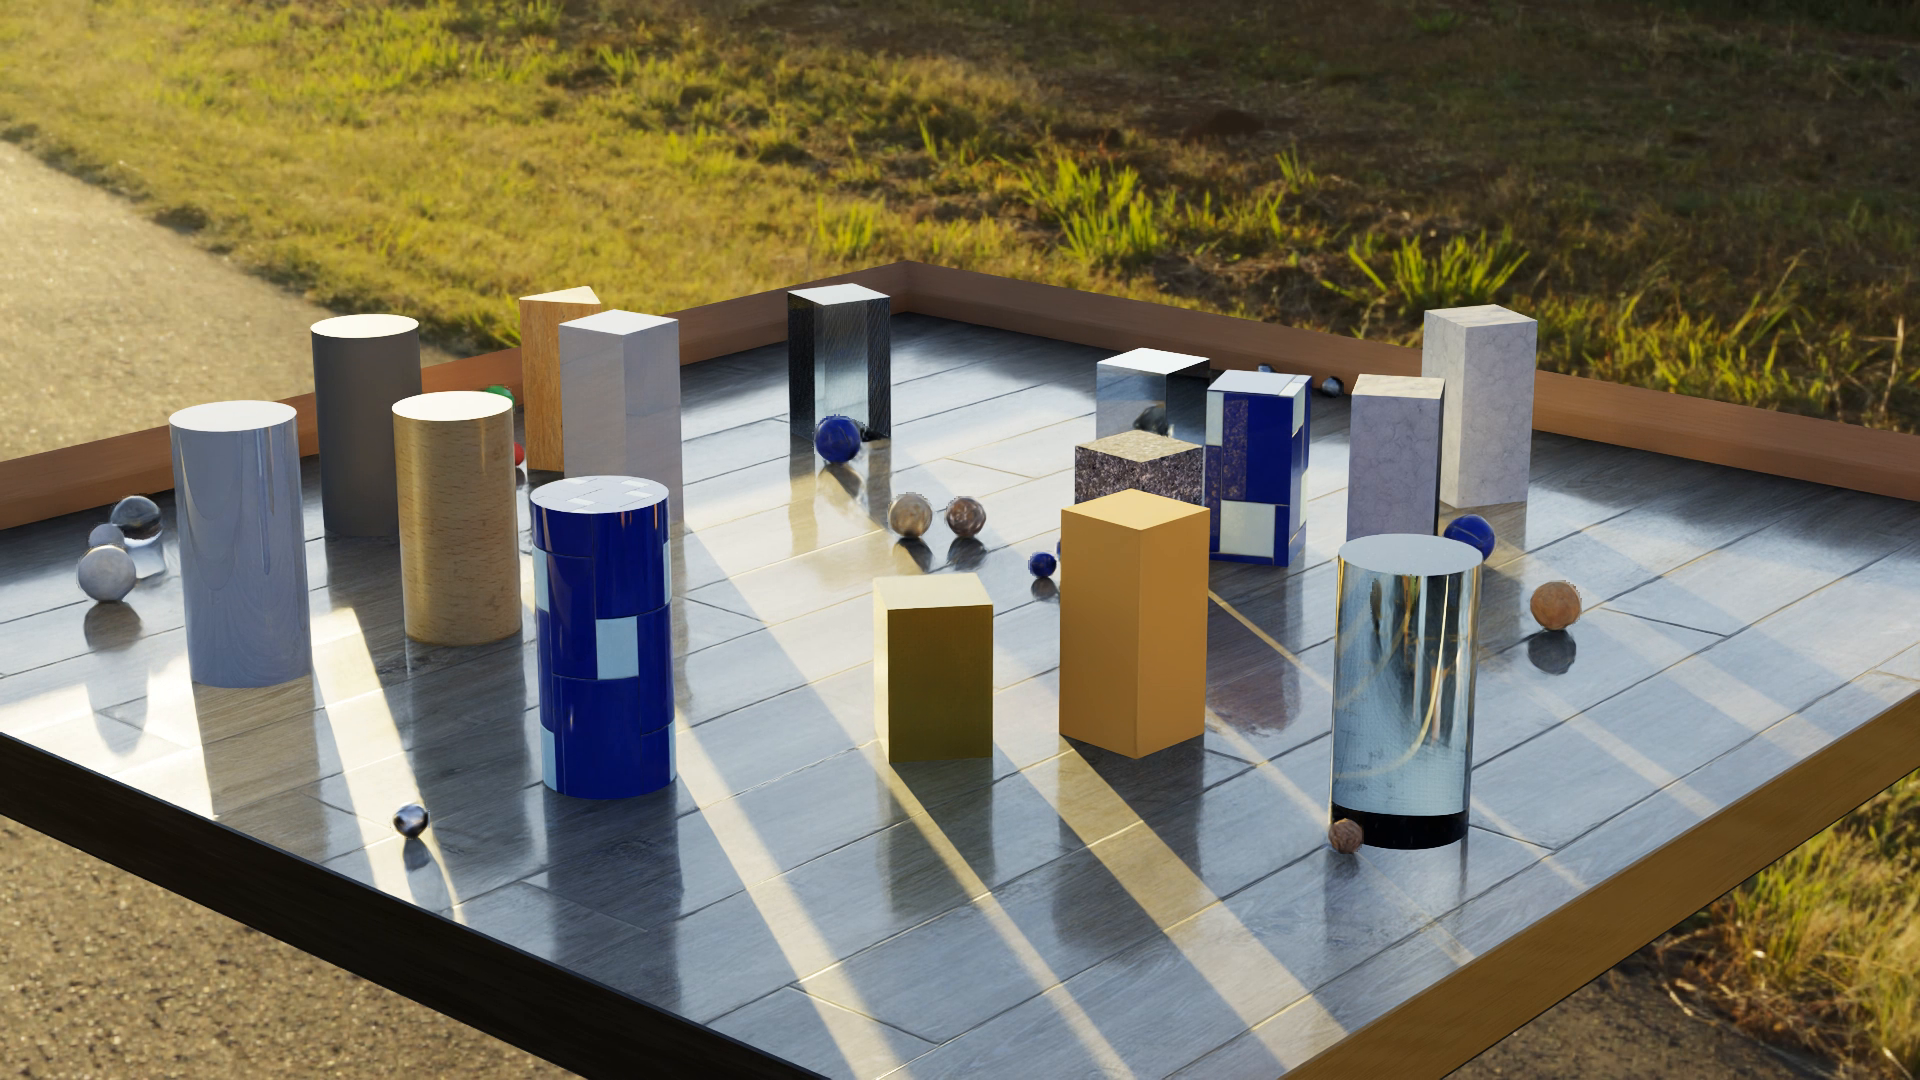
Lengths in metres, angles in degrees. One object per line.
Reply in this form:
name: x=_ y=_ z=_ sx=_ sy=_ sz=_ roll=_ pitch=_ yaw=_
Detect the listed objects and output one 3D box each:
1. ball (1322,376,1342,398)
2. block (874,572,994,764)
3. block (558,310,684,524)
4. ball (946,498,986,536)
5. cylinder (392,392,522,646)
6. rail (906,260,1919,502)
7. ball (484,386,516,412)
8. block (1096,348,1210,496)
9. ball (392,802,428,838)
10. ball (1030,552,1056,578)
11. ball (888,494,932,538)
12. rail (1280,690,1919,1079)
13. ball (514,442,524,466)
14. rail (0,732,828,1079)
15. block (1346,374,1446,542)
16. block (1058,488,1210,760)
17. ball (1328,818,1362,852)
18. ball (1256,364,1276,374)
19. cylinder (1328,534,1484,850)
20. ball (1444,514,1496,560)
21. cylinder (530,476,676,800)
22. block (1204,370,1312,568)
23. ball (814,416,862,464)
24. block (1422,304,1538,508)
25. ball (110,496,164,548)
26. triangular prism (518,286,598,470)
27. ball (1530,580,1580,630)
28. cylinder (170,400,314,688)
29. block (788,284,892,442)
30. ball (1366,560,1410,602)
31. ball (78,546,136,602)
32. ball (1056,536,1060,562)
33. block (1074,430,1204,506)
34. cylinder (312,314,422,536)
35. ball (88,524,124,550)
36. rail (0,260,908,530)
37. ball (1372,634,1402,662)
ball: x=0.825 y=-0.339 z=6.498 sx=0.045 sy=0.045 sz=0.045 roll=0 pitch=17 yaw=0
block: x=-0.041 y=0.190 z=4.404 sx=0.157 sy=0.240 sz=0.157 roll=-3 pitch=17 yaw=-9
block: x=-0.635 y=-0.220 z=5.508 sx=0.157 sy=0.388 sz=0.157 roll=11 pitch=20 yaw=33
ball: x=0.012 y=-0.043 z=5.466 sx=0.073 sy=0.073 sz=0.073 roll=0 pitch=17 yaw=0
cylinder: x=-0.839 y=-0.037 z=4.901 sx=0.197 sy=0.387 sz=0.197 roll=0 pitch=17 yaw=0
rail: x=1.076 y=-0.326 z=6.307 sx=3.243 sy=0.128 sz=0.045 roll=14 pitch=22 yaw=39
ball: x=-0.993 y=-0.292 z=6.287 sx=0.077 sy=0.077 sz=0.077 roll=0 pitch=17 yaw=0
block: x=0.373 y=-0.215 z=5.689 sx=0.157 sy=0.274 sz=0.157 roll=12 pitch=21 yaw=35
ball: x=-0.763 y=0.389 z=4.074 sx=0.050 sy=0.050 sz=0.050 roll=0 pitch=17 yaw=0
ball: x=0.149 y=0.044 z=5.225 sx=0.046 sy=0.046 sz=0.046 roll=0 pitch=17 yaw=0
ball: x=-0.092 y=-0.044 z=5.457 sx=0.081 sy=0.081 sz=0.081 roll=0 pitch=17 yaw=0
rail: x=1.207 y=0.334 z=4.117 sx=0.045 sy=0.128 sz=3.330 roll=14 pitch=22 yaw=39
ball: x=-0.908 y=-0.173 z=5.935 sx=0.052 sy=0.052 sz=0.052 roll=0 pitch=17 yaw=0
rail: x=-1.076 y=0.390 z=3.933 sx=3.243 sy=0.128 sz=0.045 roll=14 pitch=22 yaw=39
block: x=0.800 y=-0.136 z=5.384 sx=0.157 sy=0.300 sz=0.157 roll=4 pitch=17 yaw=12
block: x=0.262 y=0.124 z=4.422 sx=0.157 sy=0.356 sz=0.157 roll=16 pitch=23 yaw=42
ball: x=0.529 y=0.406 z=4.024 sx=0.046 sy=0.046 sz=0.046 roll=0 pitch=17 yaw=0
ball: x=0.690 y=-0.373 z=6.609 sx=0.046 sy=0.046 sz=0.046 roll=0 pitch=17 yaw=0
cylinder: x=0.617 y=0.209 z=4.073 sx=0.197 sy=0.396 sz=0.197 roll=0 pitch=17 yaw=0
ball: x=0.919 y=0.000 z=5.289 sx=0.093 sy=0.093 sz=0.093 roll=0 pitch=17 yaw=0
cylinder: x=-0.514 y=0.139 z=4.246 sx=0.197 sy=0.429 sz=0.197 roll=0 pitch=17 yaw=0
block: x=0.541 y=-0.132 z=5.338 sx=0.157 sy=0.318 sz=0.157 roll=5 pitch=18 yaw=17
ball: x=-0.248 y=-0.203 z=5.960 sx=0.095 sy=0.095 sz=0.095 roll=0 pitch=17 yaw=0
block: x=1.003 y=-0.261 z=5.697 sx=0.157 sy=0.357 sz=0.157 roll=-6 pitch=18 yaw=-20
ball: x=-1.516 y=-0.034 z=5.397 sx=0.095 sy=0.095 sz=0.095 roll=0 pitch=17 yaw=0
triangular prism: x=-0.776 y=-0.327 z=5.930 sx=0.170 sy=0.349 sz=0.147 roll=5 pitch=17 yaw=15
ball: x=1.003 y=0.110 z=4.942 sx=0.083 sy=0.083 sz=0.083 roll=0 pitch=17 yaw=0
cylinder: x=-1.150 y=0.006 z=4.700 sx=0.197 sy=0.423 sz=0.197 roll=0 pitch=17 yaw=0
block: x=-0.253 y=-0.367 z=6.144 sx=0.157 sy=0.303 sz=0.157 roll=-10 pitch=19 yaw=-30
ball: x=0.741 y=0.072 z=5.084 sx=0.074 sy=0.074 sz=0.074 roll=0 pitch=17 yaw=0
ball: x=-1.478 y=0.059 z=5.084 sx=0.098 sy=0.098 sz=0.098 roll=0 pitch=17 yaw=0
ball: x=0.214 y=0.018 z=5.239 sx=0.088 sy=0.088 sz=0.088 roll=0 pitch=17 yaw=0
block: x=0.311 y=-0.039 z=5.128 sx=0.157 sy=0.261 sz=0.157 roll=-15 pitch=23 yaw=-41
cylinder: x=-1.107 y=-0.217 z=5.511 sx=0.197 sy=0.380 sz=0.197 roll=0 pitch=17 yaw=0
ball: x=-1.553 y=0.002 z=5.337 sx=0.062 sy=0.062 sz=0.062 roll=0 pitch=17 yaw=0
rail: x=-1.207 y=-0.270 z=6.123 sx=0.045 sy=0.128 sz=3.330 roll=14 pitch=22 yaw=39
ball: x=0.697 y=0.178 z=4.782 sx=0.046 sy=0.046 sz=0.046 roll=0 pitch=17 yaw=0
